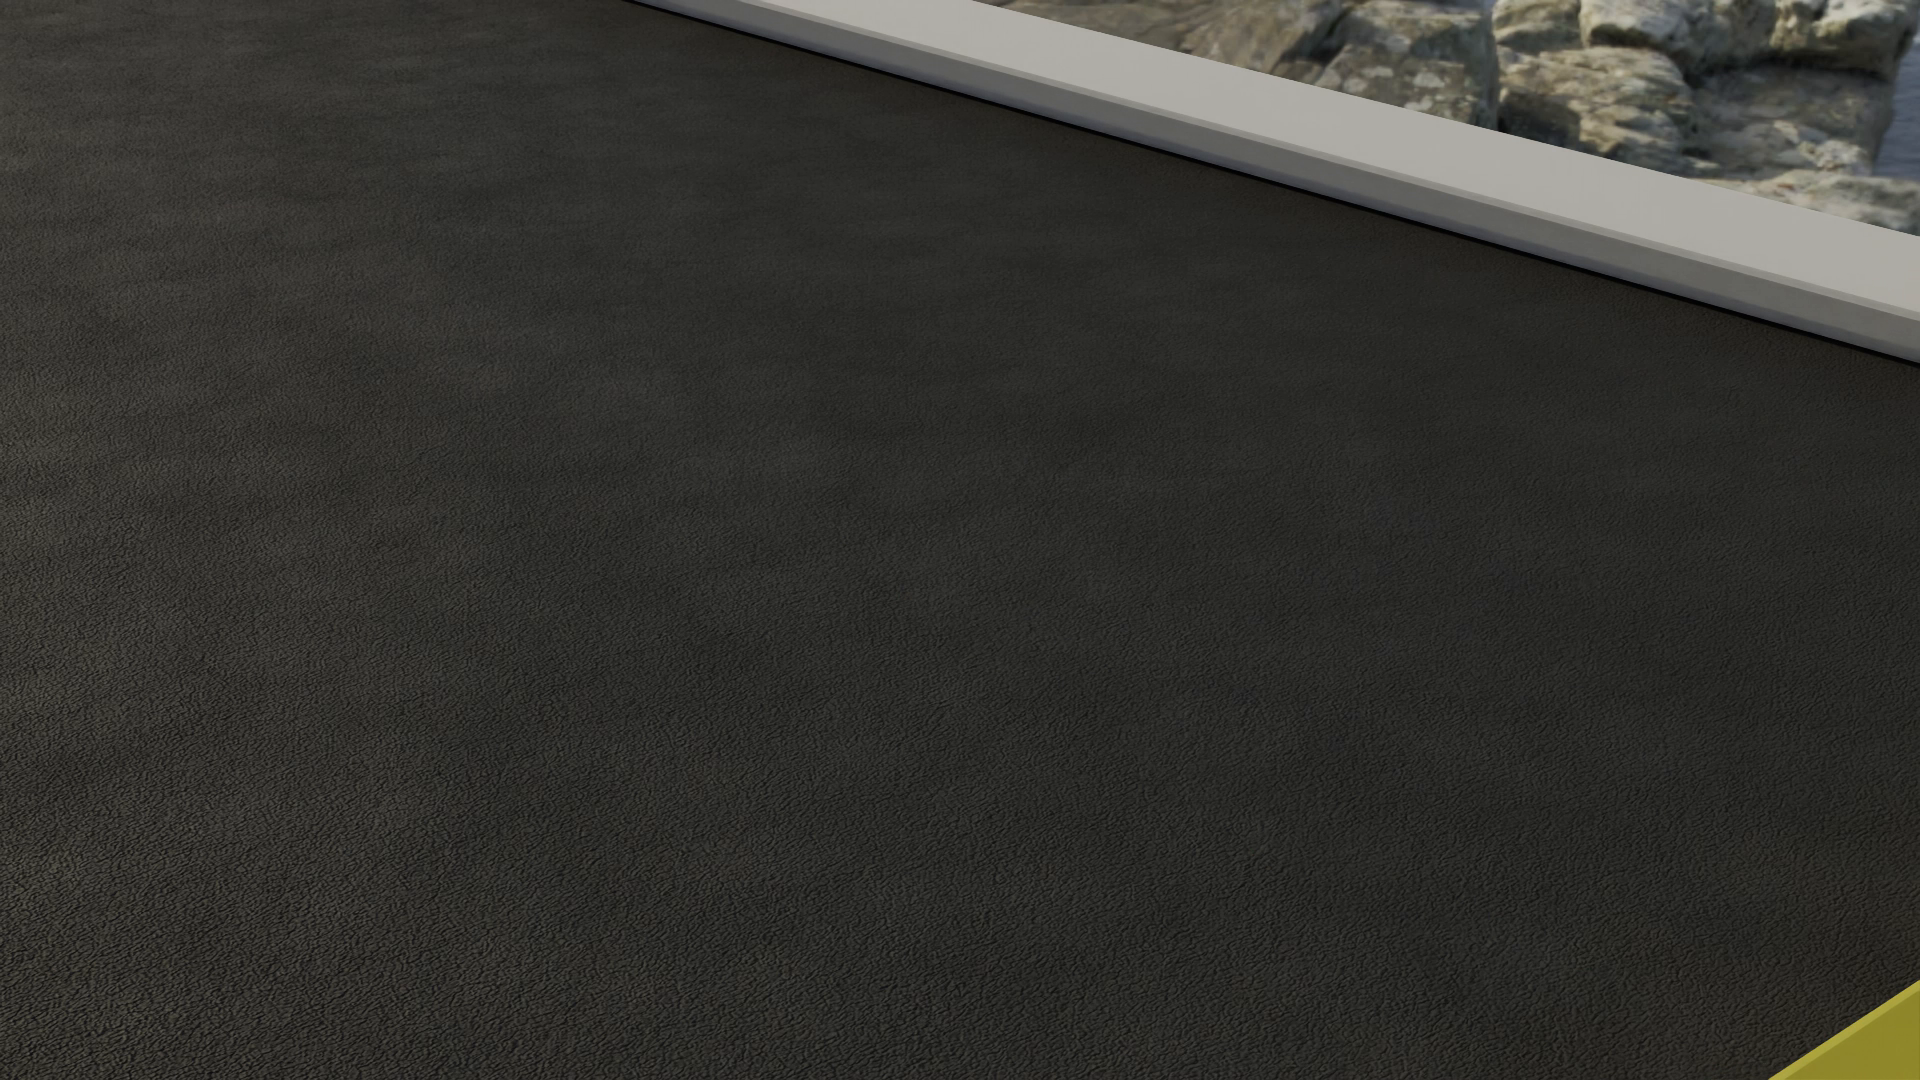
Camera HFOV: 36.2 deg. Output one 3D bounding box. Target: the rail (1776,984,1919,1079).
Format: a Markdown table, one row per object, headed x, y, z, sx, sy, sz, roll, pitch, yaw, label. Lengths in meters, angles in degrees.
| x | y | z | sx | sy | sz | roll | pitch | yaw | label |
| --- | --- | --- | --- | --- | --- | --- | --- | --- | --- |
| 0.627 | 0.242 | 1.722 | 2.046 | 0.121 | 0.045 | -20 | 30 | -38 | rail |

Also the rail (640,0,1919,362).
| x | y | z | sx | sy | sz | roll | pitch | yaw | label |
| --- | --- | --- | --- | --- | --- | --- | --- | --- | --- |
| 0.100 | -0.577 | 3.630 | 0.045 | 0.121 | 3.837 | -20 | 30 | -38 | rail |
